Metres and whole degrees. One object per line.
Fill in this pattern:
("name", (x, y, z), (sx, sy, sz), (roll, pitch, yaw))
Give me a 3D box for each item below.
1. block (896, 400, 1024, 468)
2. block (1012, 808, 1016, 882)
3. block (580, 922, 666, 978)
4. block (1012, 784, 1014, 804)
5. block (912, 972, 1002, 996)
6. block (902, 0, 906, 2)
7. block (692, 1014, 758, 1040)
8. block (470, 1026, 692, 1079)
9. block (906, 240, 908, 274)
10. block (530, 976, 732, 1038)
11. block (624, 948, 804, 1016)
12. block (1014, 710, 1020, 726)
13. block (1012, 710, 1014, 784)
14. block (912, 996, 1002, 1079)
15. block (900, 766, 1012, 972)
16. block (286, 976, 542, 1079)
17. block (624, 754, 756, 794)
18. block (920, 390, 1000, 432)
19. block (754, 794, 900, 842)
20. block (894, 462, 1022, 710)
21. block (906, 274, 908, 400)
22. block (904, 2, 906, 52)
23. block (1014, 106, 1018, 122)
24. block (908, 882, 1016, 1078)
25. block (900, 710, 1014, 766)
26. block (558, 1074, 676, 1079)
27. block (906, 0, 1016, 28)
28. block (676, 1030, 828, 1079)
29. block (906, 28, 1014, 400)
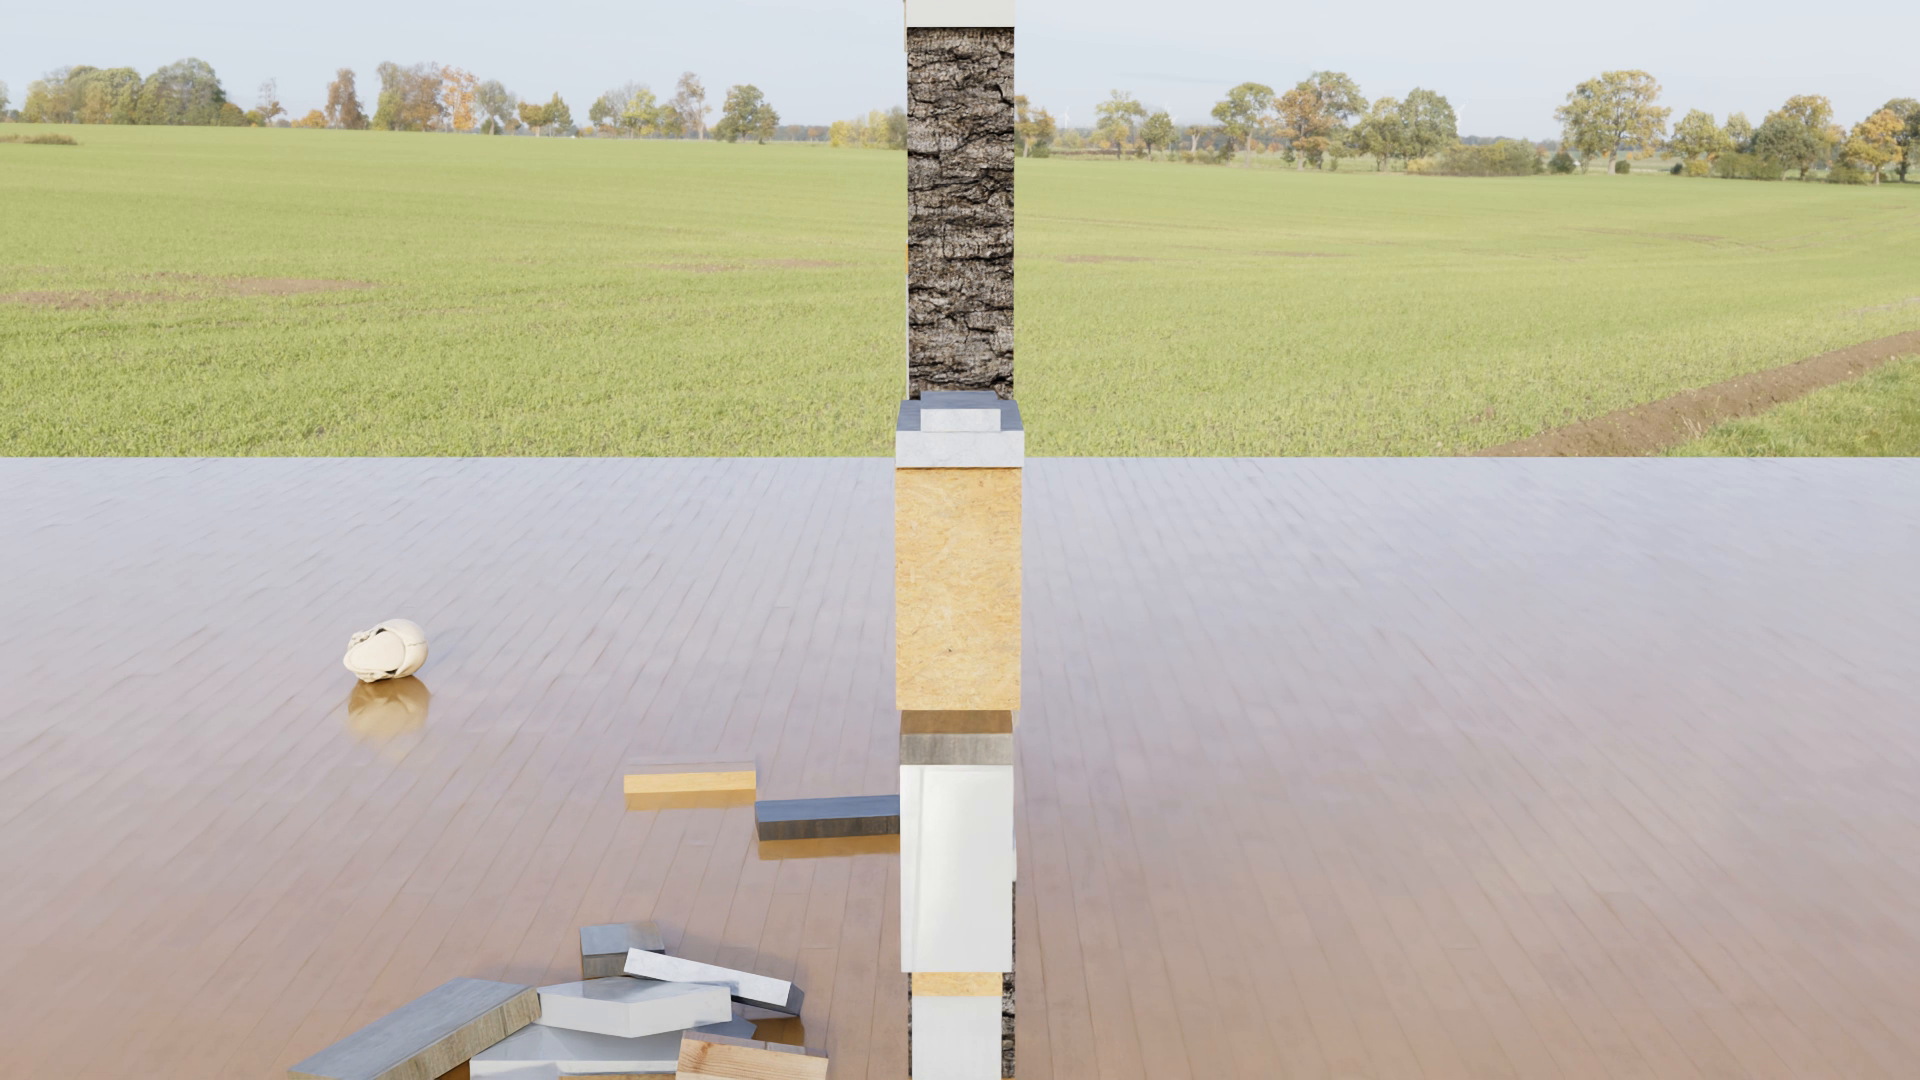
("block", (-0.001, -0.135, 2.752), (0.152, 0.043, 0.304), (0, 11, 0))
("block", (0.002, 0.400, 3.013), (0.143, 0.041, 0.286), (0, 11, 0))
("block", (-0.511, 0.617, 3.318), (0.118, 0.034, 0.237), (-2, 0, -11))
("block", (0.002, 0.331, 3.303), (0.150, 0.042, 0.300), (0, 11, 0))
("block", (-0.004, 0.518, 2.773), (0.109, 0.031, 0.219), (0, 11, 0))
("block", (-0.005, -0.916, 3.094), (0.154, 0.308, 0.044), (0, 11, -1))
("block", (-0.329, 0.683, 3.006), (0.076, 0.021, 0.151), (27, 9, 1))
("block", (-0.507, 0.699, 2.989), (0.292, 0.034, 0.118), (0, 11, 0))
("block", (-0.002, -0.429, 3.277), (0.151, 0.043, 0.302), (0, 11, 0))
("block", (-0.464, 0.641, 3.029), (0.155, 0.044, 0.310), (-1, -6, -39))
("block", (-0.348, 0.629, 3.129), (0.237, 0.034, 0.118), (10, -17, 9))
("block", (0.003, 0.110, 3.405), (0.178, 0.356, 0.050), (0, 11, 0))
("block", (0.002, 0.198, 3.109), (0.145, 0.291, 0.041), (0, 11, -1))
("block", (-0.004, 0.654, 2.724), (0.109, 0.219, 0.031), (0, 11, 0))
("block", (-0.004, 0.388, 2.656), (0.134, 0.267, 0.038), (0, 11, 0))
("block", (-0.731, 0.677, 2.962), (0.155, 0.044, 0.310), (-2, 13, 34))
("block", (-0.527, 0.455, 4.298), (0.252, 0.036, 0.126), (-1, 11, -6))
("block", (-0.001, -0.158, 2.681), (0.094, 0.027, 0.187), (0, 11, -1))
("block", (-0.226, 0.507, 4.021), (0.291, 0.036, 0.126), (-2, 11, -9))
("block", (-0.002, 0.054, 2.681), (0.152, 0.304, 0.043), (0, 11, 0))
("block", (-0.002, -0.203, 3.215), (0.151, 0.377, 0.043), (0, 11, -1))
("block", (-0.008, -0.922, 3.301), (0.154, 0.370, 0.044), (0, 10, -1))
("block", (0.045, -0.751, 3.869), (0.087, 0.025, 0.174), (2, 9, 11))
("block", (0.002, 0.578, 2.949), (0.143, 0.286, 0.041), (0, 10, 0))
("block", (-0.004, 0.222, 2.715), (0.134, 0.038, 0.267), (0, 11, 0))
("block", (-0.432, 0.727, 2.859), (0.187, 0.027, 0.094), (-1, 11, -3))
("block", (0.000, -0.743, 3.119), (0.148, 0.042, 0.295), (0, 11, -1))
("block", (-0.268, 0.687, 2.806), (0.187, 0.094, 0.027), (9, 10, -5))
("block", (0.001, -0.411, 3.080), (0.148, 0.596, 0.042), (0, 11, -1))
